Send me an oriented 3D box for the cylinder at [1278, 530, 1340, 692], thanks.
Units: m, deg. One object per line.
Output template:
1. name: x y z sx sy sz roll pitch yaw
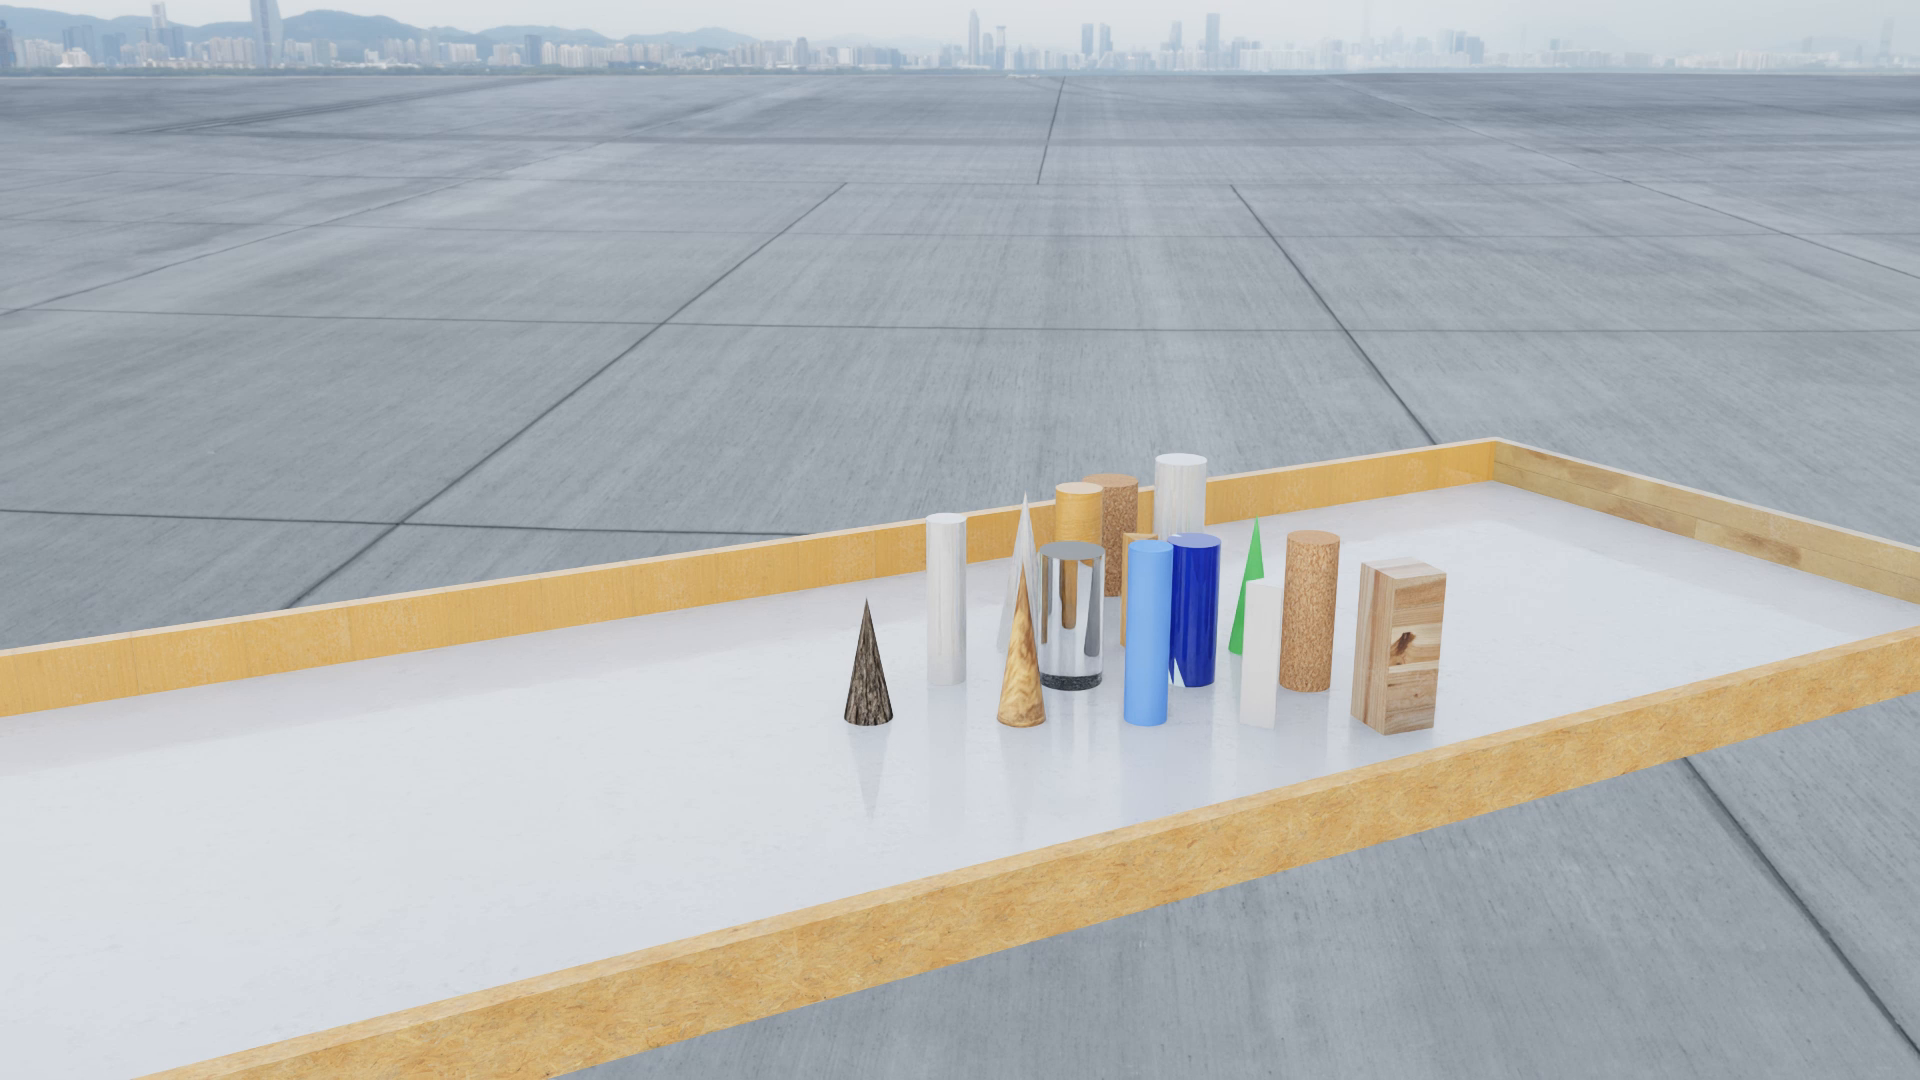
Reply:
1. cylinder: 0.863 0.176 4.080 0.127 0.381 0.127 0 16 0

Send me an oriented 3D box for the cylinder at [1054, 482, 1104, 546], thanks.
1. cylinder: 0.328 0.034 4.587 0.131 0.369 0.131 0 16 0

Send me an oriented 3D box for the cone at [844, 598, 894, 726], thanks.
1. cone: -0.218 0.276 3.883 0.118 0.301 0.118 0 16 0

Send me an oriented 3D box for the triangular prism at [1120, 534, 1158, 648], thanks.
1. triangular prism: 0.459 0.136 4.344 0.077 0.308 0.089 13 21 37

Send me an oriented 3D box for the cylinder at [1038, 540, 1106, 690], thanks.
1. cylinder: 0.277 0.188 4.113 0.164 0.339 0.164 0 16 0

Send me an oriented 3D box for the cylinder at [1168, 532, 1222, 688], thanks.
1. cylinder: 0.578 0.174 4.118 0.133 0.363 0.133 0 16 0

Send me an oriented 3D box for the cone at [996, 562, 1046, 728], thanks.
1. cone: 0.146 0.236 3.861 0.117 0.389 0.117 0 16 0

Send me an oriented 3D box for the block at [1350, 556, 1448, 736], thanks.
1. block: 1.020 0.246 3.845 0.137 0.380 0.137 -6 17 -20

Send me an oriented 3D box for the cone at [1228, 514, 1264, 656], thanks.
1. cone: 0.769 0.109 4.319 0.116 0.375 0.116 0 16 0

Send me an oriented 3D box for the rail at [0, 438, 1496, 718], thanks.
1. rail: -3.305 0.497 3.399 12.000 0.150 0.050 -9 18 -27

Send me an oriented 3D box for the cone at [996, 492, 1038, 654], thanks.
1. cone: 0.170 0.075 4.335 0.151 0.431 0.151 0 16 0

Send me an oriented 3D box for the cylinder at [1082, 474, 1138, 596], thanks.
1. cylinder: 0.435 -0.016 4.825 0.163 0.329 0.163 0 16 0

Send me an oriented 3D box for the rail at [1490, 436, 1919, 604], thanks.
1. rail: 2.466 -0.048 5.253 0.050 0.150 2.100 -9 18 -27

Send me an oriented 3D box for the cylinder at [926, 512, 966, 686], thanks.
1. cylinder: -0.034 0.148 4.108 0.101 0.419 0.101 0 16 0

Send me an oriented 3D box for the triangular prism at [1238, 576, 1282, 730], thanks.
1. triangular prism: 0.715 0.260 3.852 0.088 0.348 0.076 9 19 28

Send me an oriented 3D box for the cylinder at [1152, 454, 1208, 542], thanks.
1. cylinder: 0.605 -0.005 4.574 0.141 0.450 0.141 0 16 0

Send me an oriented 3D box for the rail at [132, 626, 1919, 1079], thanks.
1. rail: -2.336 1.006 1.665 12.000 0.150 0.050 -9 18 -27

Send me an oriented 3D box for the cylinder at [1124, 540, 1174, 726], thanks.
1. cylinder: 0.440 0.218 3.856 0.103 0.426 0.103 0 16 0
